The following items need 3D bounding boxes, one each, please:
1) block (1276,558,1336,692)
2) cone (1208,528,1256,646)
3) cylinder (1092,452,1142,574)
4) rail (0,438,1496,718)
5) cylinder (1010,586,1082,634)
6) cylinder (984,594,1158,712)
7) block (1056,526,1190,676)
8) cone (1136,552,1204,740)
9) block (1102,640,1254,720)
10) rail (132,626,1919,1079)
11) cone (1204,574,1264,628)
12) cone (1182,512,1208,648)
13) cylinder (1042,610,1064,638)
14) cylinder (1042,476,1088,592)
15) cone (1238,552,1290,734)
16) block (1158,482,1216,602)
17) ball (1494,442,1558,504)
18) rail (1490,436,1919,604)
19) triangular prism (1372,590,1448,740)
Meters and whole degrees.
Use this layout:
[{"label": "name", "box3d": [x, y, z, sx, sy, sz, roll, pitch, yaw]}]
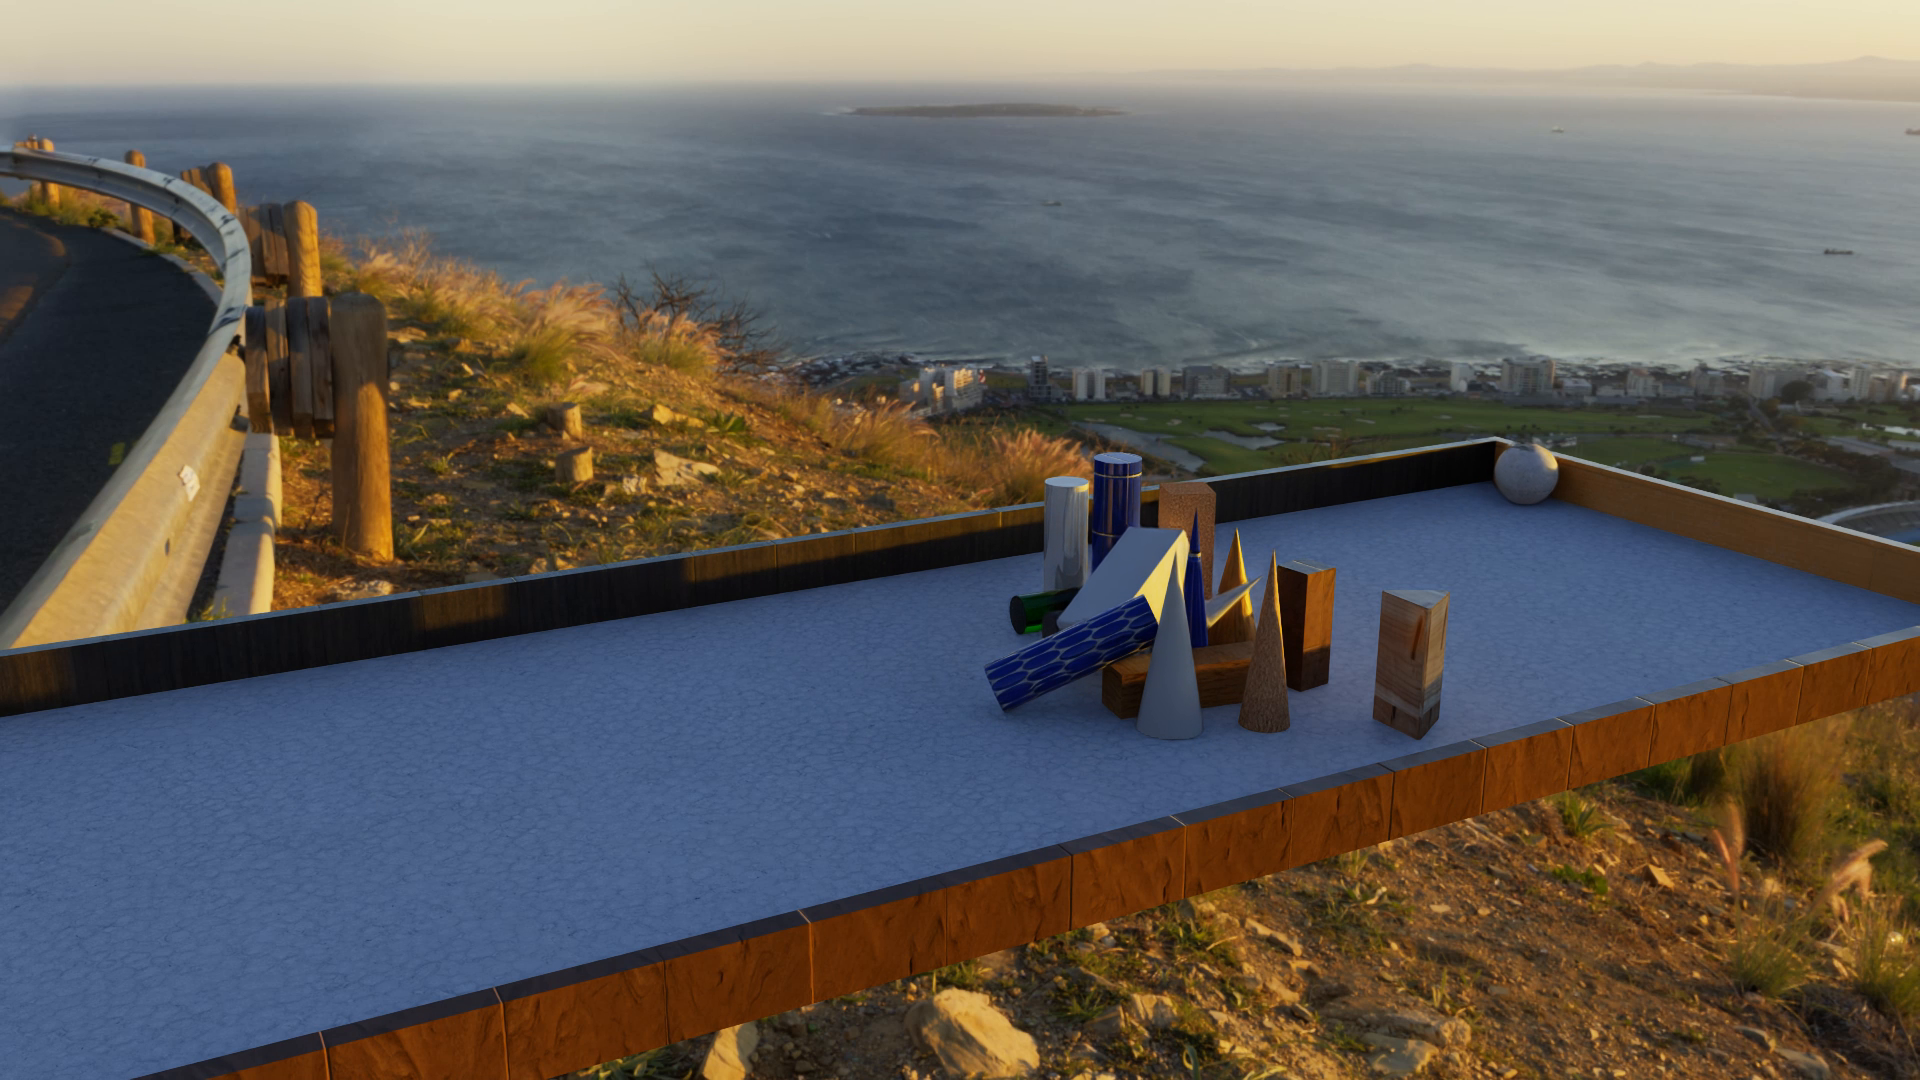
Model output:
[{"label": "block", "box3d": [0.853, 0.210, 4.101, 0.100, 0.304, 0.100, -12, 20, -34]}, {"label": "cone", "box3d": [0.721, 0.125, 4.345, 0.150, 0.330, 0.150, 0, 16, 0]}, {"label": "cylinder", "box3d": [0.458, -0.050, 4.831, 0.139, 0.391, 0.139, 0, 16, 0]}, {"label": "rail", "box3d": [-3.305, 0.497, 3.399, 12.000, 0.150, 0.050, -9, 18, -27]}, {"label": "cylinder", "box3d": [0.319, 0.183, 4.542, 0.354, 0.107, 0.107, -7, 18, -23]}, {"label": "cylinder", "box3d": [0.272, 0.270, 3.933, 0.418, 0.123, 0.123, -24, 17, 3]}, {"label": "block", "box3d": [0.439, 0.156, 4.228, 0.170, 0.170, 0.397, 3, 39, 39]}, {"label": "cone", "box3d": [0.491, 0.227, 3.803, 0.160, 0.438, 0.160, 0, 16, 0]}, {"label": "block", "box3d": [0.552, 0.338, 4.006, 0.401, 0.112, 0.112, -6, 17, -18]}, {"label": "rail", "box3d": [-2.336, 1.006, 1.665, 12.000, 0.150, 0.050, -9, 18, -27]}, {"label": "cone", "box3d": [0.654, 0.179, 4.264, 0.319, 0.113, 0.113, -35, 18, 2]}, {"label": "cone", "box3d": [0.576, 0.136, 4.084, 0.113, 0.456, 0.113, 0, 16, 0]}, {"label": "cylinder", "box3d": [0.436, 0.223, 4.402, 0.424, 0.109, 0.109, -6, 17, -19]}, {"label": "cylinder", "box3d": [0.295, 0.020, 4.615, 0.123, 0.378, 0.123, 0, 16, 0]}, {"label": "cone", "box3d": [0.717, 0.224, 3.826, 0.121, 0.432, 0.121, 0, 16, 0]}, {"label": "block", "box3d": [0.626, 0.033, 4.589, 0.128, 0.368, 0.128, -2, 16, -6]}, {"label": "ball", "box3d": [1.980, -0.233, 5.770, 0.213, 0.213, 0.213, 0, 16, 0]}, {"label": "rail", "box3d": [2.466, -0.048, 5.253, 0.050, 0.150, 2.100, -9, 18, -27]}, {"label": "triangular prism", "box3d": [1.038, 0.279, 3.842, 0.132, 0.318, 0.153, 10, 19, 30]}]
